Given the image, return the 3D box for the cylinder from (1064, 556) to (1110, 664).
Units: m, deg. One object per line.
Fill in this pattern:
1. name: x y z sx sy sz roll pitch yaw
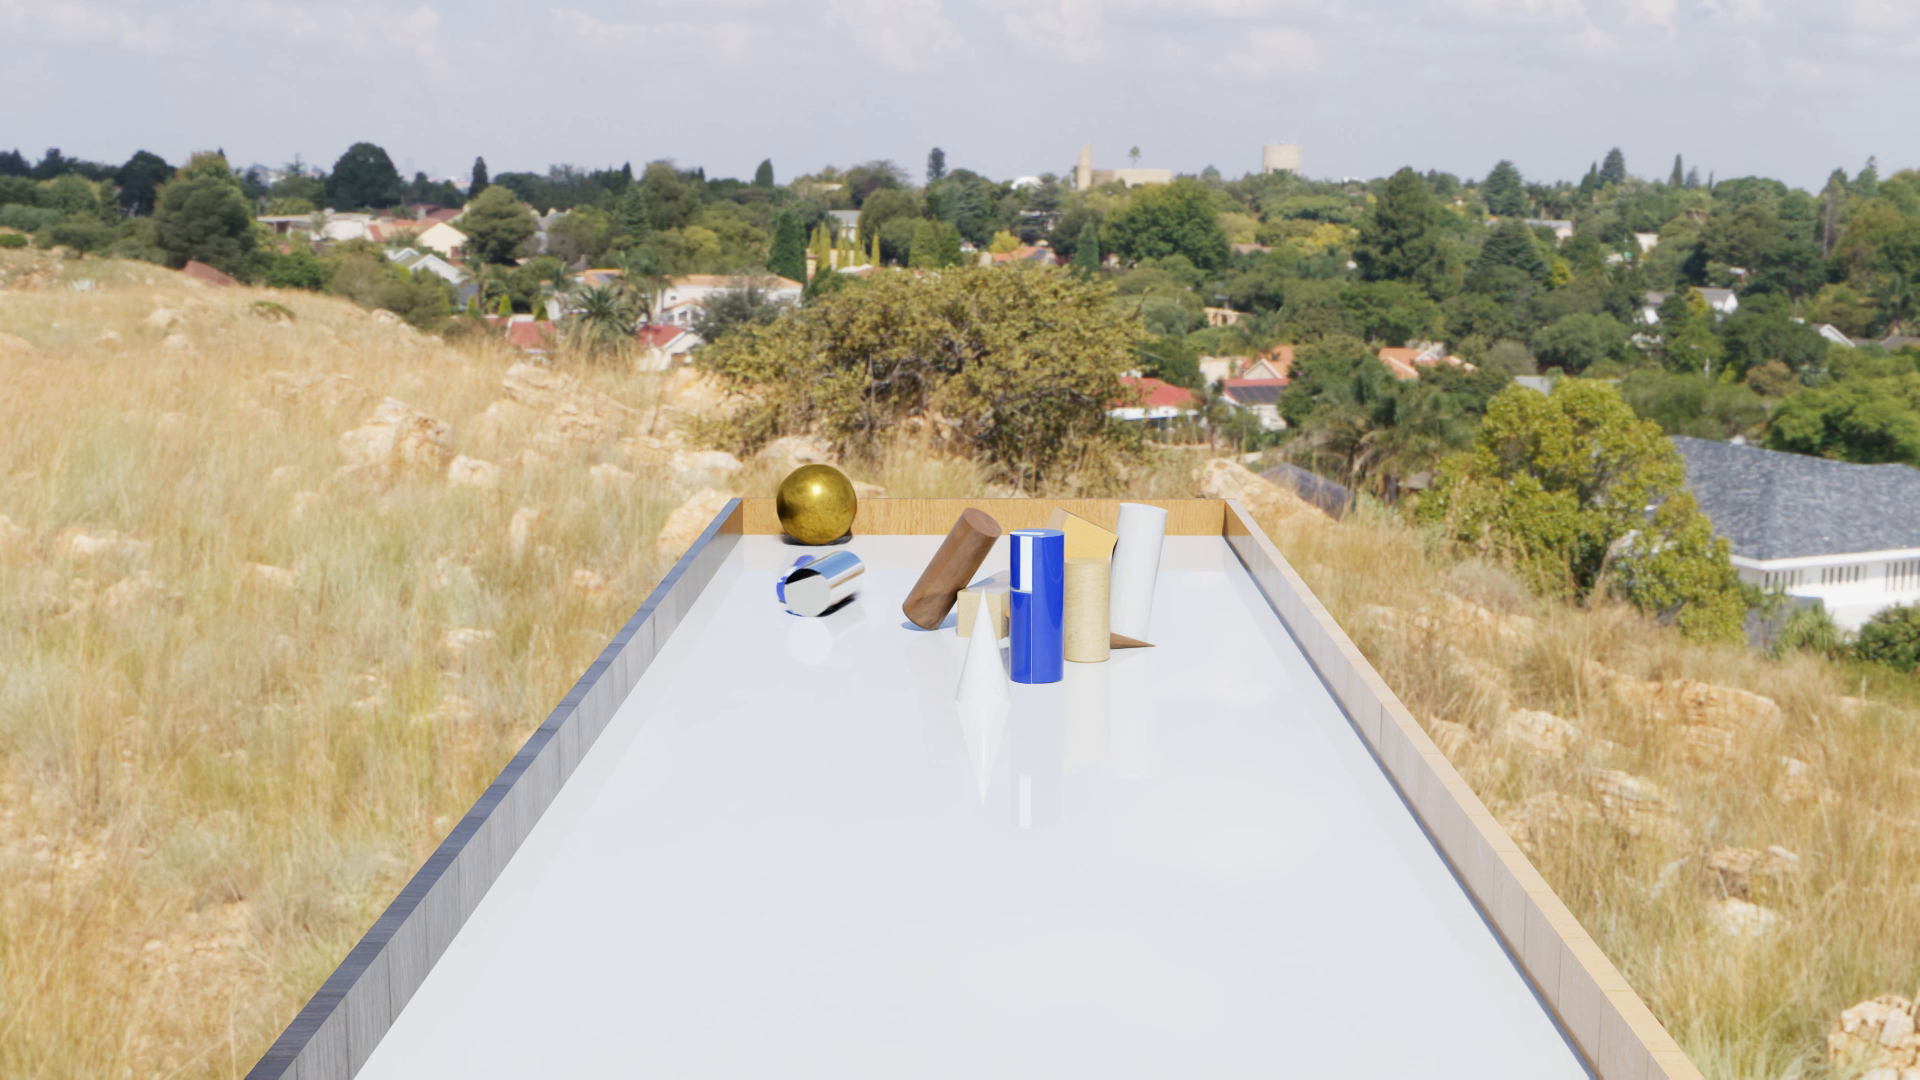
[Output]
1. cylinder: 0.386 0.213 6.701 0.145 0.302 0.145 0 9 0

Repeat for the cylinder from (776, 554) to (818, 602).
1. cylinder: -0.573 0.137 7.826 0.100 0.100 0.433 1 9 4

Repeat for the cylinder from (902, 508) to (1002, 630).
1. cylinder: -0.028 0.095 7.093 0.143 0.406 0.143 26 27 -15

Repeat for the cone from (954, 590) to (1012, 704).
1. cone: 0.066 0.290 6.172 0.162 0.316 0.162 0 9 0

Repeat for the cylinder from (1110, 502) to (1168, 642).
1. cylinder: 0.548 0.105 6.941 0.153 0.423 0.153 8 9 -1

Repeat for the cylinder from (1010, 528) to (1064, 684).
1. cylinder: 0.224 0.193 6.413 0.160 0.432 0.160 0 9 0

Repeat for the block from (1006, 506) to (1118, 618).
1. block: 0.321 0.113 6.950 0.176 0.383 0.176 24 3 -14

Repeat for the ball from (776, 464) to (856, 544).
1. ball: -0.580 -0.146 8.884 0.327 0.327 0.327 0 9 0

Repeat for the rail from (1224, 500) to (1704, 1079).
1. rail: 1.046 0.843 3.208 0.050 0.150 12.000 0 9 1

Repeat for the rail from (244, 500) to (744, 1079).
1. rail: -1.004 0.839 3.234 0.050 0.150 12.000 0 9 1

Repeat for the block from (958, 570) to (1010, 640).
1. block: 0.138 0.210 7.211 0.147 0.147 0.431 3 10 21

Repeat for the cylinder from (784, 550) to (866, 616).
1. cylinder: -0.461 0.147 7.553 0.165 0.165 0.388 2 9 15

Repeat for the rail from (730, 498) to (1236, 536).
1. rail: 0.099 -0.098 9.147 2.100 0.150 0.050 0 9 1

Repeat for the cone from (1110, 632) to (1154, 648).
1. cone: 0.454 0.311 6.859 0.352 0.119 0.119 8 7 -15
